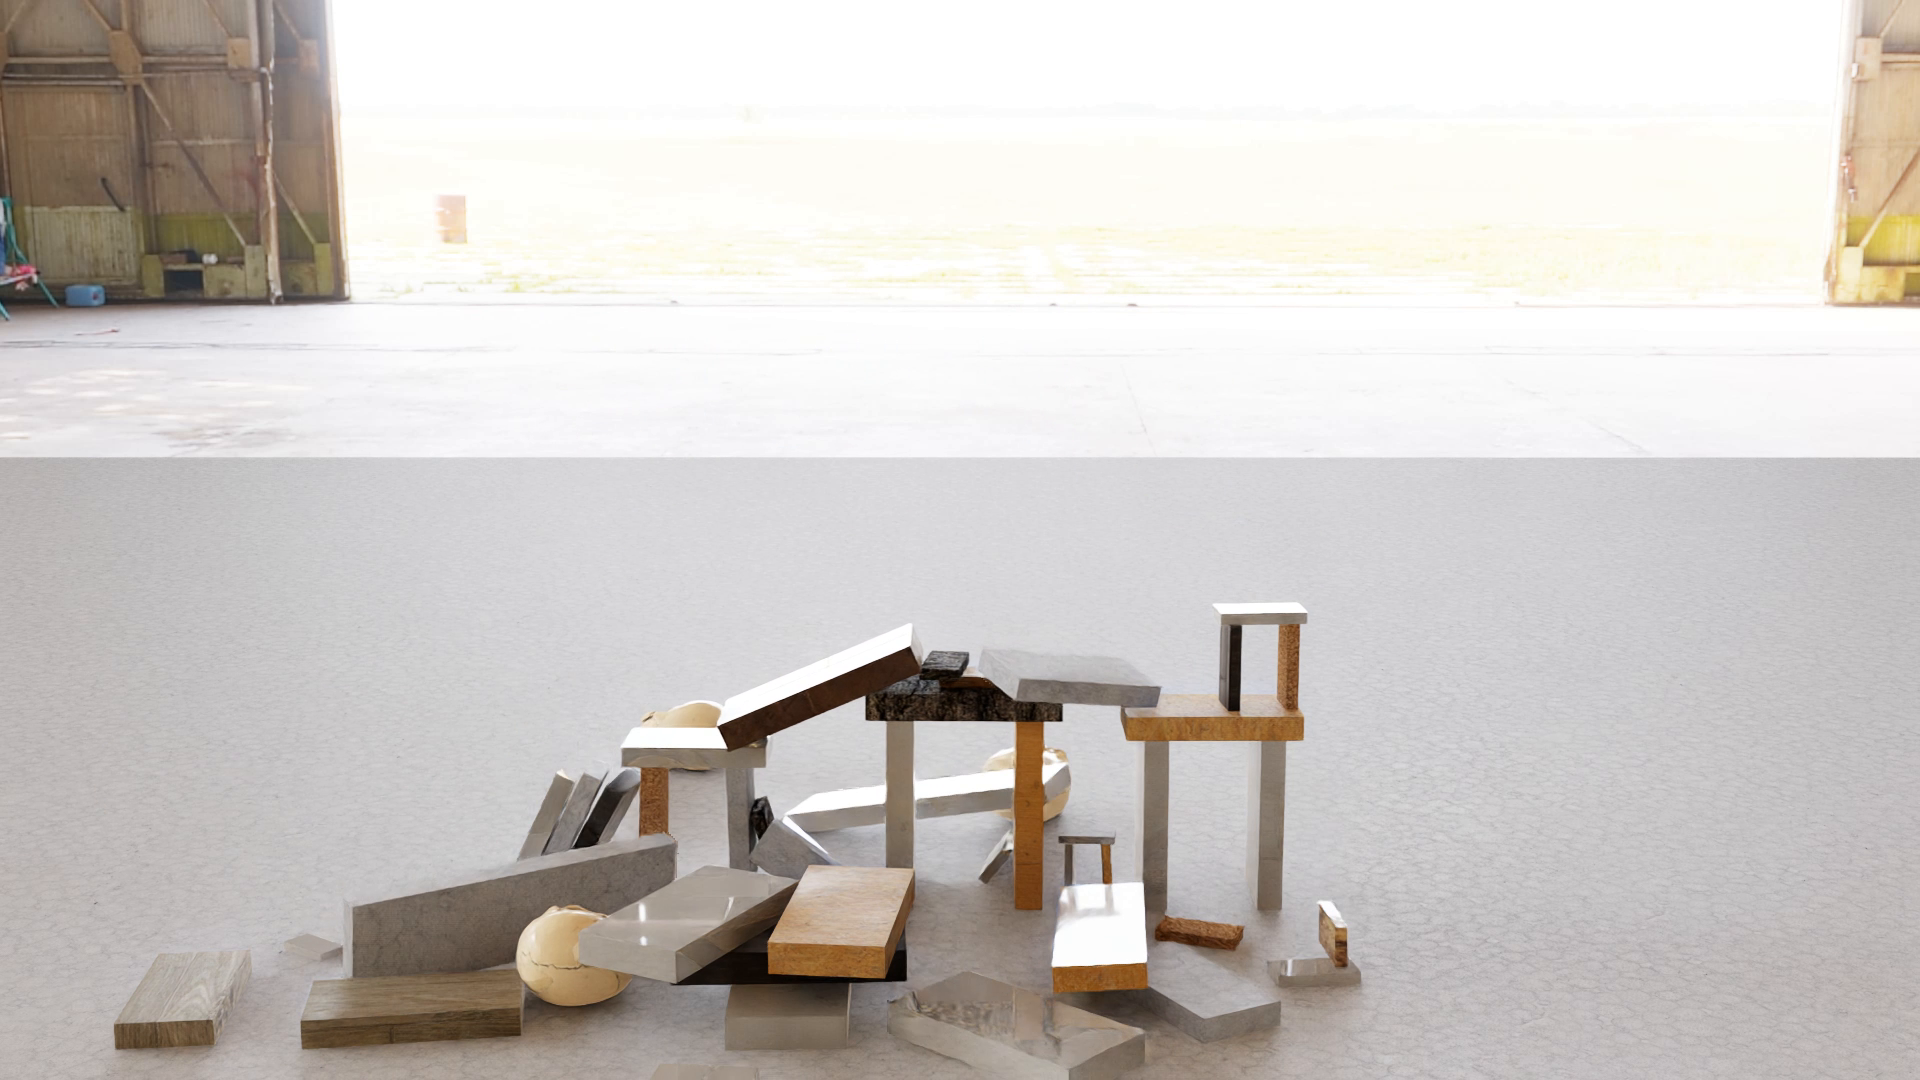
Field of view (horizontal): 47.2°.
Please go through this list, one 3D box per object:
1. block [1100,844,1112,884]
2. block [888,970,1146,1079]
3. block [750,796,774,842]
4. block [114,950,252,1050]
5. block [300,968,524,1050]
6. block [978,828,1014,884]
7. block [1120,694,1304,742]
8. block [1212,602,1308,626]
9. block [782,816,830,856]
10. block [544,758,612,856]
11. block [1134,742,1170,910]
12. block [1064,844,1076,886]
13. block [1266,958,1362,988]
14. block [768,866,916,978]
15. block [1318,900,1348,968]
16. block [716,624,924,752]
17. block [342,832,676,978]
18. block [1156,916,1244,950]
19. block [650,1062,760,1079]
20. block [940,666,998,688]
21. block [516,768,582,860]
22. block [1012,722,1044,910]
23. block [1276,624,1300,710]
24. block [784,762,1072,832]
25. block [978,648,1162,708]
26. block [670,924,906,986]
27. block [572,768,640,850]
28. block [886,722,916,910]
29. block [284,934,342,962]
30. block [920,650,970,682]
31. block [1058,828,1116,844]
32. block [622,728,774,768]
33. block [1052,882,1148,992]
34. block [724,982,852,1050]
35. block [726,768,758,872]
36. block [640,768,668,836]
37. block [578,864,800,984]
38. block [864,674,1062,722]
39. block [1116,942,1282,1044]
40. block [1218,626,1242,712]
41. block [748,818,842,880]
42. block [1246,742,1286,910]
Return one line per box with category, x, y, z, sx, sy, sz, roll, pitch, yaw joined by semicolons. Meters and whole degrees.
block;0.244;0.544;3.663;0.013;0.093;0.046;-4;11;0
block;0.076;0.682;3.046;0.328;0.047;0.164;10;14;42
block;-0.312;0.512;3.661;0.022;0.157;0.078;-17;10;3
block;-1.119;0.662;3.180;0.133;0.038;0.266;-1;11;-7
block;-0.776;0.667;3.137;0.298;0.042;0.149;-2;11;-9
block;0.067;0.540;3.766;0.018;0.064;0.129;38;14;1
block;0.411;0.291;3.606;0.285;0.040;0.143;0;11;0
block;0.488;0.121;3.583;0.141;0.020;0.071;-1;11;-4
block;-0.244;0.529;3.660;0.157;0.022;0.078;43;8;-7
block;-0.643;0.475;3.612;0.032;0.225;0.113;26;5;-3
block;0.317;0.451;3.635;0.040;0.285;0.143;0;11;-1
block;0.184;0.544;3.663;0.013;0.093;0.046;2;11;10
block;0.531;0.649;3.302;0.127;0.018;0.063;-1;11;-8
block;-0.168;0.554;3.213;0.164;0.047;0.329;1;11;6
block;0.567;0.600;3.347;0.018;0.063;0.127;-1;9;-2
block;-0.226;0.240;3.598;0.338;0.048;0.169;-23;9;4
block;-0.681;0.569;3.363;0.521;0.149;0.042;-7;21;-33
block;0.377;0.619;3.463;0.127;0.018;0.063;4;11;20
block;-0.347;0.736;2.777;0.133;0.038;0.266;1;11;7
block;0.032;0.225;3.600;0.129;0.018;0.064;1;11;3
block;-0.686;0.485;3.591;0.032;0.225;0.112;25;-2;-3
block;0.113;0.433;3.642;0.045;0.318;0.159;0;11;0
block;0.537;0.200;3.598;0.020;0.141;0.071;-1;11;-4
block;-0.059;0.464;3.940;0.505;0.038;0.133;-10;6;22
block;0.177;0.224;3.554;0.266;0.038;0.133;5;16;-29
block;-0.249;0.598;3.234;0.338;0.048;0.169;0;11;-2
block;-0.601;0.488;3.632;0.032;0.225;0.112;31;16;5
block;-0.098;0.433;3.642;0.045;0.318;0.159;0;11;0
block;-1.001;0.632;3.409;0.090;0.013;0.045;8;13;35
block;-0.025;0.205;3.602;0.064;0.018;0.129;2;11;8
block;0.211;0.492;3.654;0.093;0.013;0.046;1;11;6
block;-0.431;0.342;3.623;0.235;0.033;0.117;0;11;1
block;0.215;0.599;3.346;0.133;0.038;0.486;-4;4;4
block;-0.247;0.635;3.297;0.169;0.048;0.521;0;11;-1
block;-0.361;0.475;3.645;0.033;0.235;0.117;-1;11;1
block;-0.507;0.474;3.648;0.033;0.235;0.117;2;10;-1
block;-0.390;0.555;3.207;0.164;0.047;0.329;5;12;27
block;0.007;0.255;3.608;0.318;0.045;0.159;0;11;1
block;0.333;0.657;3.206;0.133;0.038;0.266;-6;12;-29
block;0.441;0.202;3.588;0.020;0.141;0.071;-1;11;-6
block;-0.259;0.530;3.577;0.157;0.078;0.022;35;15;4
block;0.505;0.451;3.637;0.040;0.285;0.143;0;11;0
